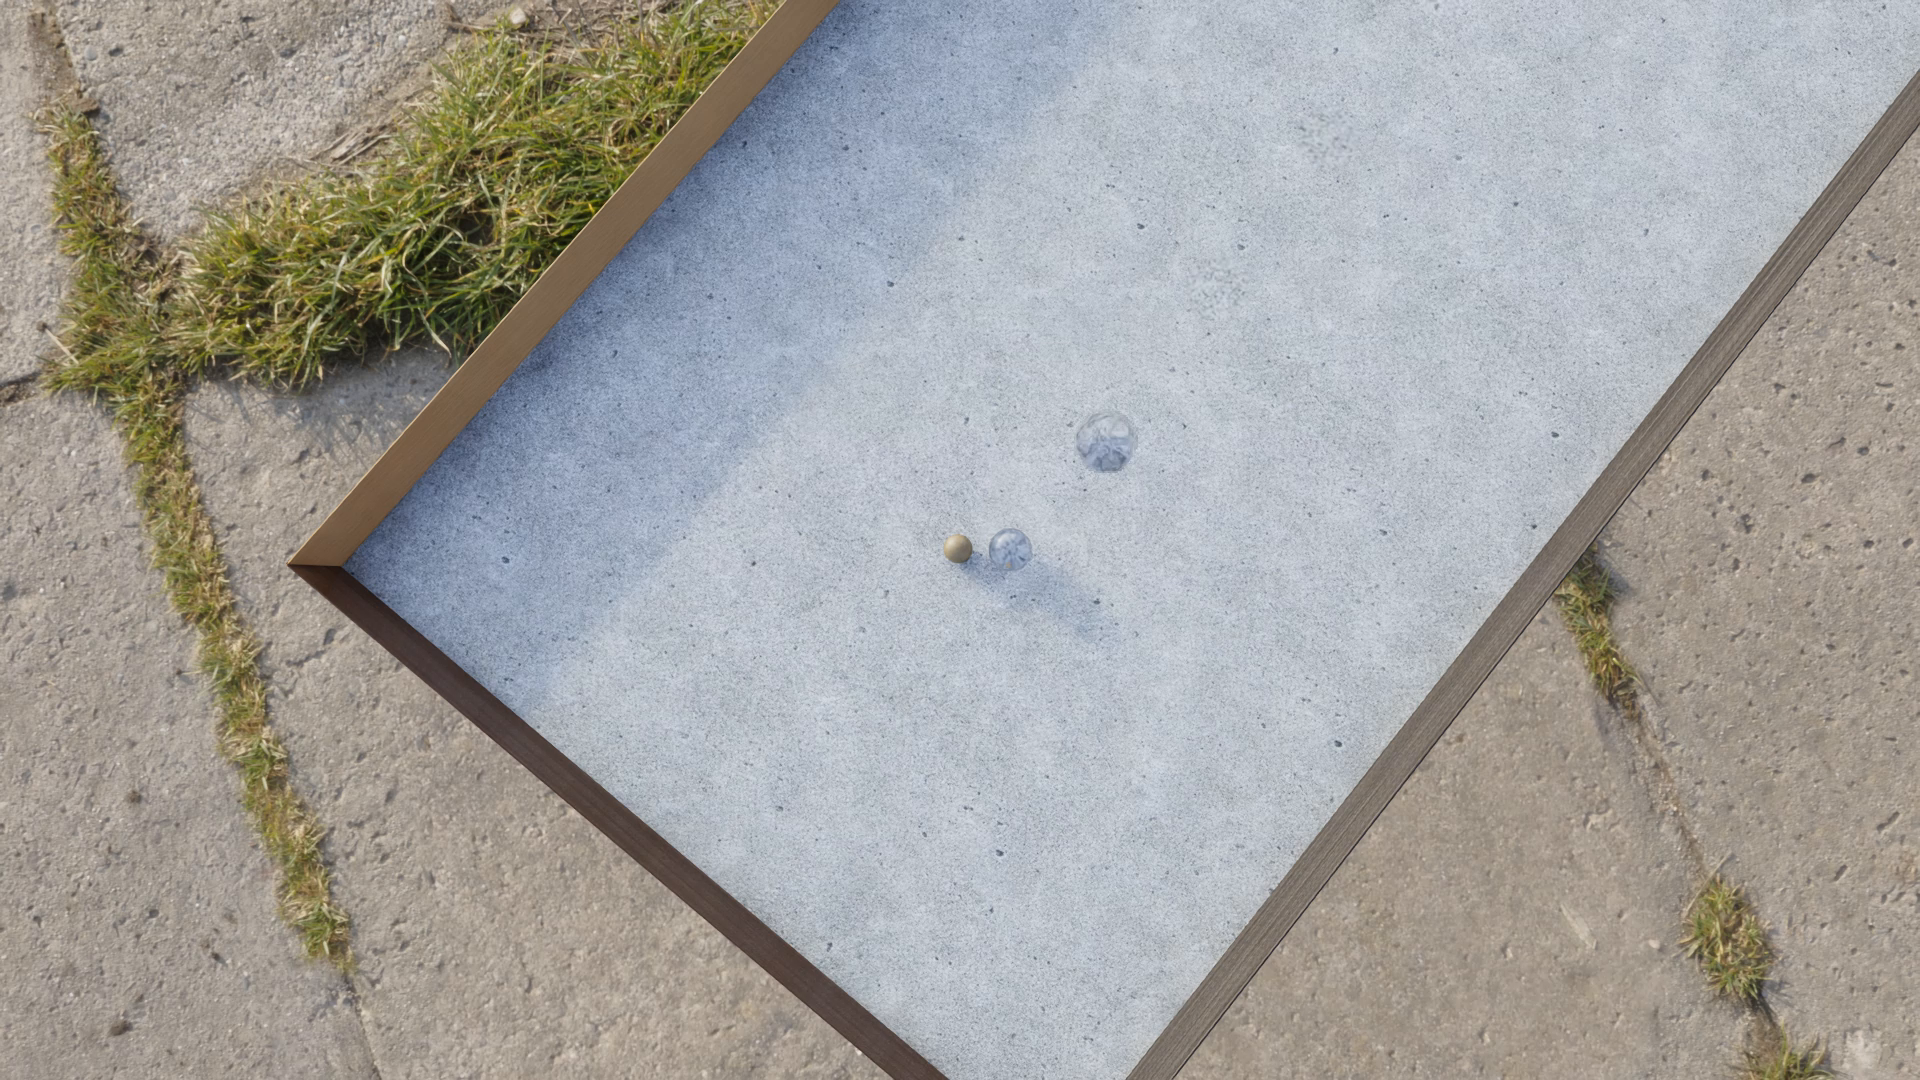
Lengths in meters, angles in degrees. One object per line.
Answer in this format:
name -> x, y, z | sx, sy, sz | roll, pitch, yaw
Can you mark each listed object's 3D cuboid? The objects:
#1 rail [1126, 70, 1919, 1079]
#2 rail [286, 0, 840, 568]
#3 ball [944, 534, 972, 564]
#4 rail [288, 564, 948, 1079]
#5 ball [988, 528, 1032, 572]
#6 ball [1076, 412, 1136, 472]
rail -> 0.962, -0.071, 3.272 | 0.045, 0.117, 2.647 | 39, 82, 6
rail -> -0.123, -0.947, 3.426 | 0.045, 0.117, 2.647 | 39, 82, 6
ball -> -0.003, 0.013, 3.294 | 0.044, 0.044, 0.044 | 0, 80, 0
rail -> -0.405, 0.480, 3.174 | 1.450, 0.117, 0.045 | 39, 82, 6
ball -> 0.075, 0.015, 3.283 | 0.066, 0.066, 0.066 | 0, 80, 0
ball -> 0.219, -0.147, 3.299 | 0.090, 0.090, 0.090 | 0, 80, 0
